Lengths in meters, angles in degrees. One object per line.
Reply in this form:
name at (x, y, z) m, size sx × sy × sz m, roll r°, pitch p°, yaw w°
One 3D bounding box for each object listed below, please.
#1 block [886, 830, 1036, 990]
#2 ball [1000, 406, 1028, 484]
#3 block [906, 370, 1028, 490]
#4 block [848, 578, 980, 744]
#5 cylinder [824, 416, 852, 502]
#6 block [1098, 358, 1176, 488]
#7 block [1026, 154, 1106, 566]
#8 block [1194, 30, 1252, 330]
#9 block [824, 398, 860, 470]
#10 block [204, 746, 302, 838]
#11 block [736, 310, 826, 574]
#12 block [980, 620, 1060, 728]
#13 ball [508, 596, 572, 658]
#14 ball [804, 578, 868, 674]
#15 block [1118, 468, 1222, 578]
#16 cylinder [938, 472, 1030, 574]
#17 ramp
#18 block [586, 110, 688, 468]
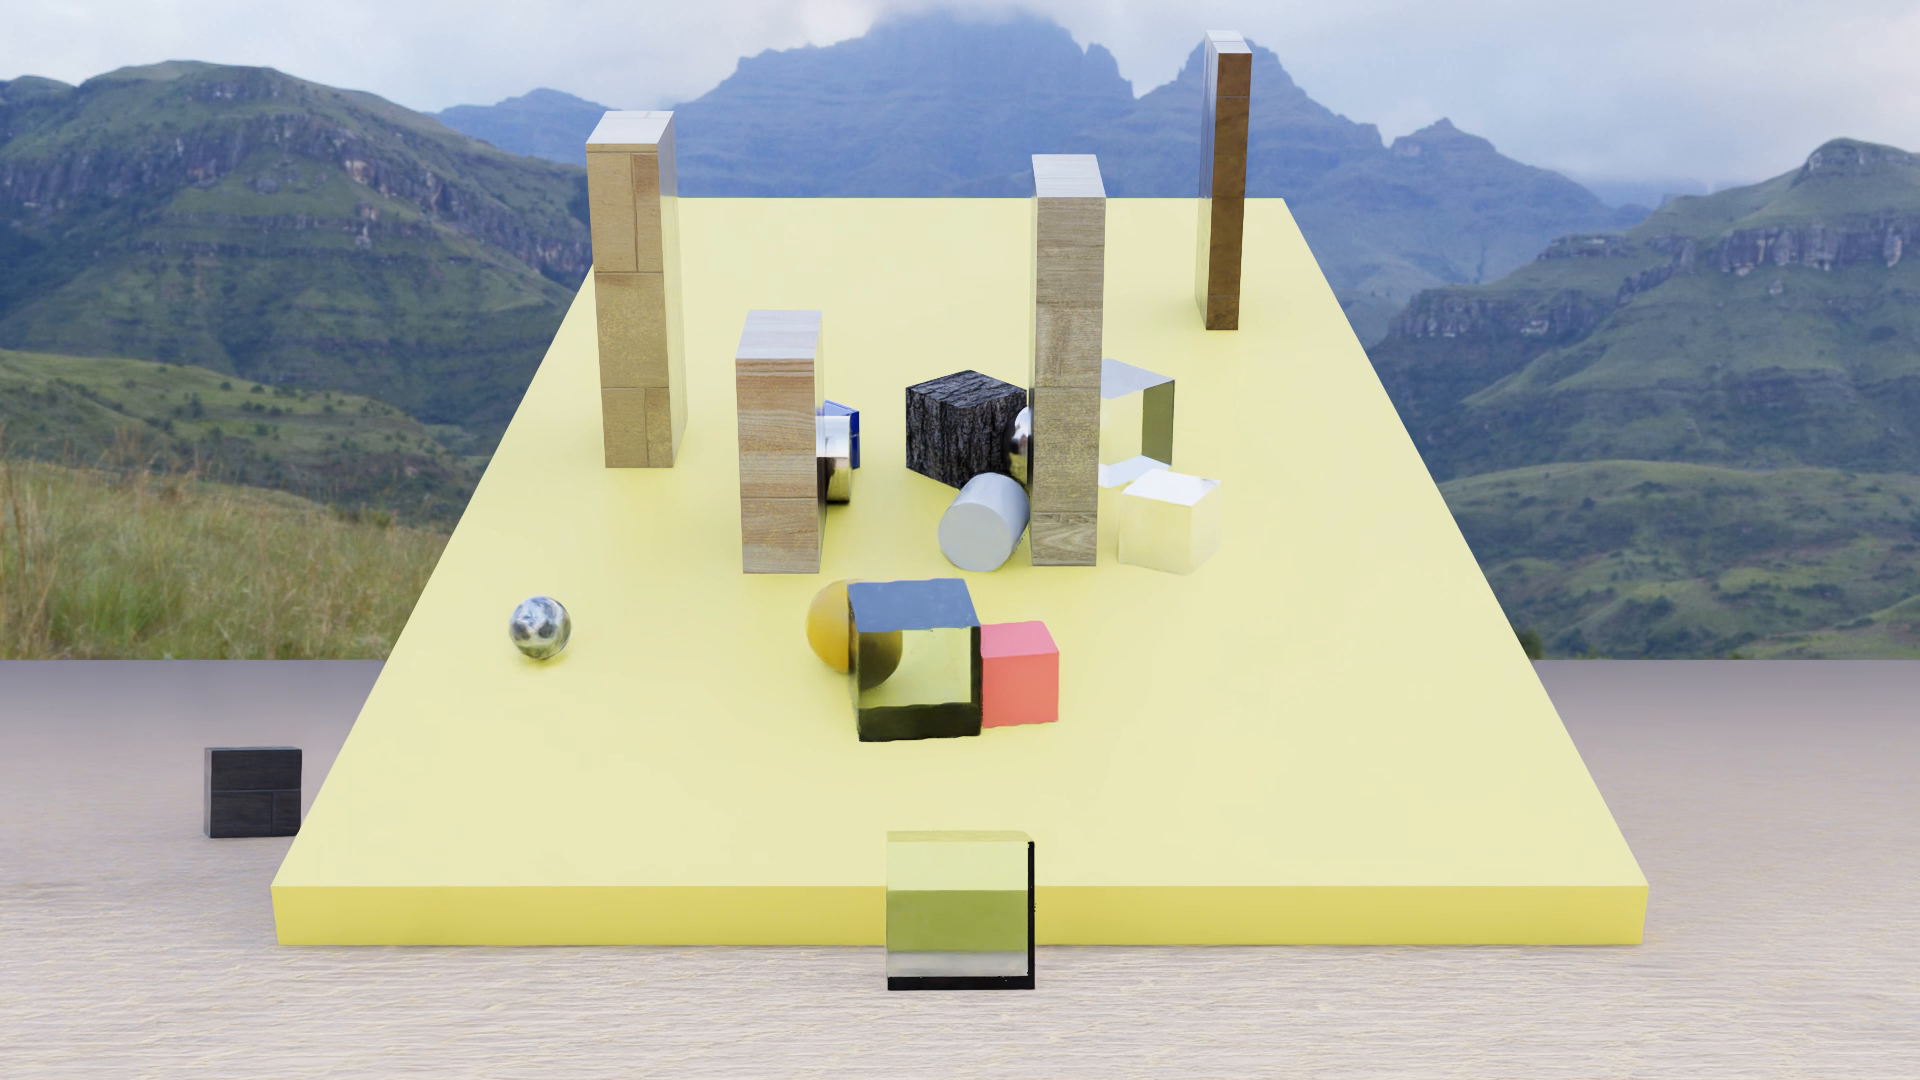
block at (-0.002, 0.483, 3.027) m, size 0.187 × 0.187 × 0.187 m, roll 0°, pitch -3°, yaw -3°
ball at (0.175, -0.196, 4.779) m, size 0.182 × 0.182 × 0.182 m, roll 0°, pitch -3°, yaw 0°
block at (0.013, -0.234, 4.871) m, size 0.181 × 0.181 × 0.181 m, roll -19°, pitch 29°, yaw -38°
block at (-0.078, 0.197, 3.819) m, size 0.197 × 0.197 × 0.197 m, roll -3°, pitch 23°, yaw -7°
cylinder at (-0.312, -0.167, 4.717) m, size 0.175 × 0.175 × 0.175 m, roll 0°, pitch -3°, yaw 0°
block at (0.314, -0.250, 4.893) m, size 0.195 × 0.195 × 0.195 m, roll -19°, pitch 30°, yaw -39°
block at (0.200, -0.346, 4.438) m, size 0.123 × 0.723 × 0.329 m, roll 0°, pitch 23°, yaw 0°
block at (0.660, -0.907, 5.815) m, size 0.081 × 0.696 × 0.301 m, roll 0°, pitch 23°, yaw 0°
block at (-0.303, -0.214, 4.890) m, size 0.128 × 0.128 × 0.128 m, roll -21°, pitch 31°, yaw -41°
block at (-1.676, 0.595, 5.463) m, size 0.202 × 0.202 × 0.202 m, roll 1°, pitch -3°, yaw -22°
block at (-0.341, -0.193, 4.447) m, size 0.145 × 0.430 × 0.303 m, roll 0°, pitch 23°, yaw 0°
block at (0.088, 0.223, 3.848) m, size 0.128 × 0.128 × 0.128 m, roll -4°, pitch 23°, yaw -10°
ball at (-0.734, 0.153, 4.035) m, size 0.110 × 0.110 × 0.110 m, roll 0°, pitch -3°, yaw 0°
ball at (-0.187, 0.148, 3.980) m, size 0.164 × 0.164 × 0.164 m, roll 0°, pitch -3°, yaw 0°
block at (0.404, -0.034, 4.441) m, size 0.146 × 0.146 × 0.146 m, roll 12°, pitch 25°, yaw 26°
cylinder at (0.047, -0.034, 4.430) m, size 0.146 × 0.146 × 0.146 m, roll -1°, pitch 24°, yaw 18°
ramp at (-0.007, -0.224, 5.211) m, size 2.000 × 0.100 × 4.000 m, roll 0°, pitch 23°, yaw 0°
block at (-0.682, -0.534, 4.915) m, size 0.144 × 0.698 × 0.304 m, roll 0°, pitch 23°, yaw 0°
